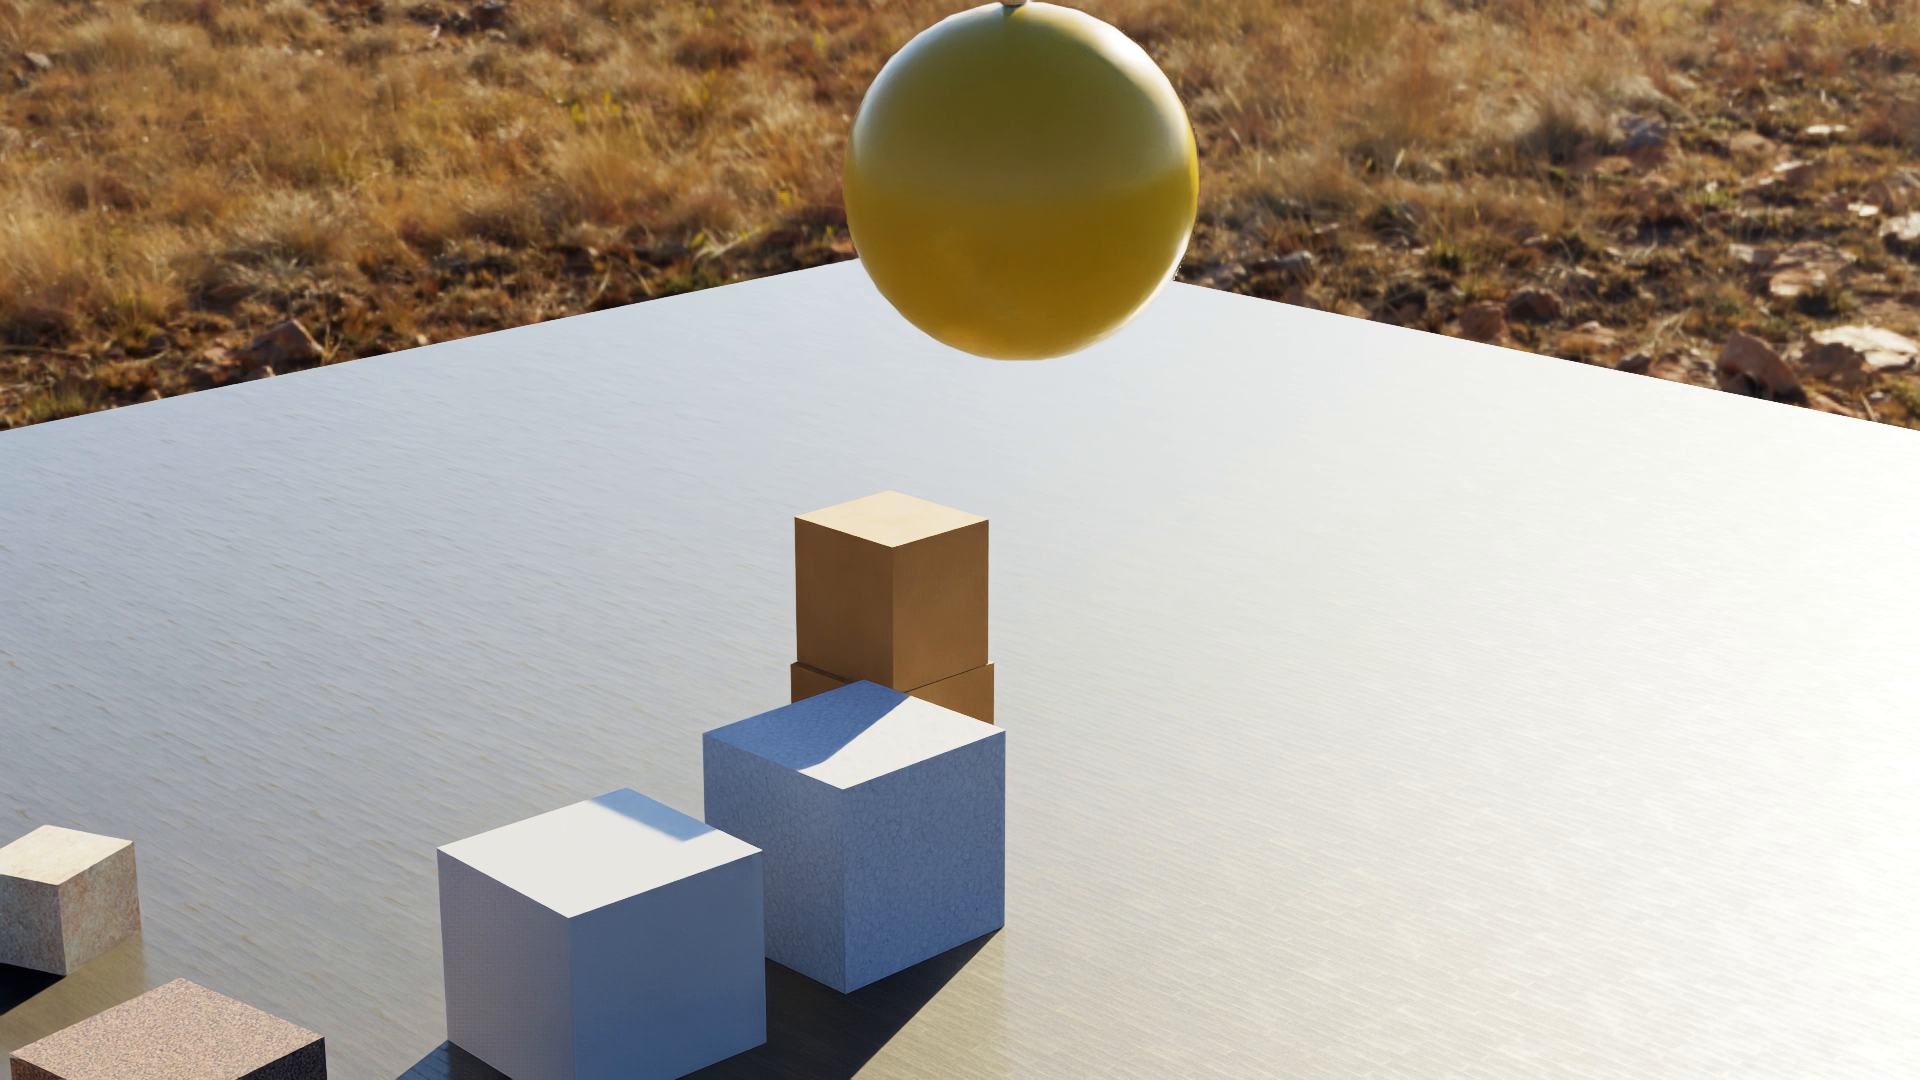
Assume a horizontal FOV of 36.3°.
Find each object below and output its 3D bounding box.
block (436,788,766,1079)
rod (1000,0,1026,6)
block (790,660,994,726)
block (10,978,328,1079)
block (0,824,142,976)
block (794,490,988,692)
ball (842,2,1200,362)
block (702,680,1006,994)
[{"bbox_3d":[-1.431,1.628,11.758,0.935,0.843,0.896,-15,23,-40],"label":"block"},{"bbox_3d":[0.117,-4.790,11.960,0.080,5.200,0.080,17,28,42],"label":"rod"},{"bbox_3d":[-0.320,0.958,13.979,0.694,0.790,0.669,-17,24,-42],"label":"block"},{"bbox_3d":[-2.818,2.110,10.529,0.794,0.660,0.755,13,21,35],"label":"block"},{"bbox_3d":[-3.914,1.554,12.695,0.478,0.422,0.499,7,19,22],"label":"block"},{"bbox_3d":[-0.320,0.237,13.764,0.617,0.714,0.666,-16,24,-42],"label":"block"},{"bbox_3d":[0.271,-1.599,13.123,1.600,1.600,1.600,0,17,0],"label":"ball"},{"bbox_3d":[-0.456,1.267,12.773,0.955,0.924,0.893,-17,24,-42],"label":"block"}]
